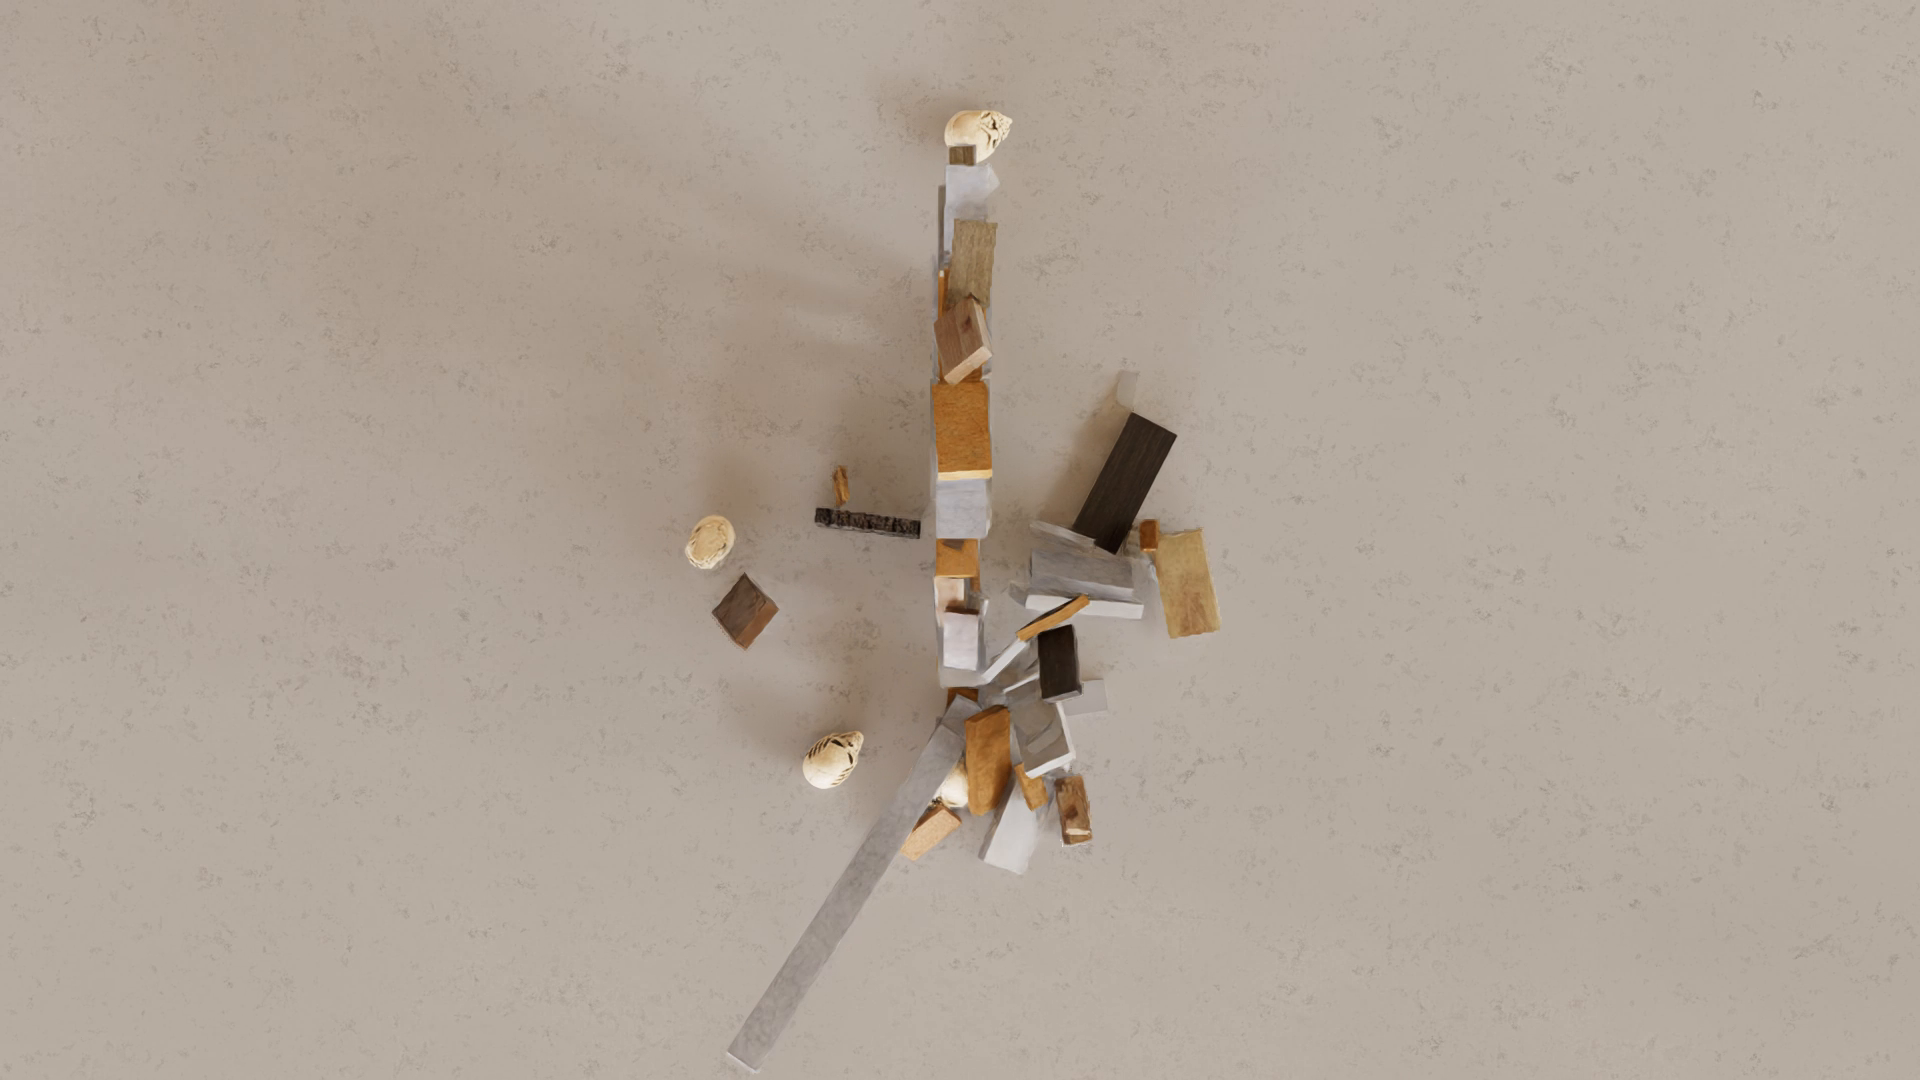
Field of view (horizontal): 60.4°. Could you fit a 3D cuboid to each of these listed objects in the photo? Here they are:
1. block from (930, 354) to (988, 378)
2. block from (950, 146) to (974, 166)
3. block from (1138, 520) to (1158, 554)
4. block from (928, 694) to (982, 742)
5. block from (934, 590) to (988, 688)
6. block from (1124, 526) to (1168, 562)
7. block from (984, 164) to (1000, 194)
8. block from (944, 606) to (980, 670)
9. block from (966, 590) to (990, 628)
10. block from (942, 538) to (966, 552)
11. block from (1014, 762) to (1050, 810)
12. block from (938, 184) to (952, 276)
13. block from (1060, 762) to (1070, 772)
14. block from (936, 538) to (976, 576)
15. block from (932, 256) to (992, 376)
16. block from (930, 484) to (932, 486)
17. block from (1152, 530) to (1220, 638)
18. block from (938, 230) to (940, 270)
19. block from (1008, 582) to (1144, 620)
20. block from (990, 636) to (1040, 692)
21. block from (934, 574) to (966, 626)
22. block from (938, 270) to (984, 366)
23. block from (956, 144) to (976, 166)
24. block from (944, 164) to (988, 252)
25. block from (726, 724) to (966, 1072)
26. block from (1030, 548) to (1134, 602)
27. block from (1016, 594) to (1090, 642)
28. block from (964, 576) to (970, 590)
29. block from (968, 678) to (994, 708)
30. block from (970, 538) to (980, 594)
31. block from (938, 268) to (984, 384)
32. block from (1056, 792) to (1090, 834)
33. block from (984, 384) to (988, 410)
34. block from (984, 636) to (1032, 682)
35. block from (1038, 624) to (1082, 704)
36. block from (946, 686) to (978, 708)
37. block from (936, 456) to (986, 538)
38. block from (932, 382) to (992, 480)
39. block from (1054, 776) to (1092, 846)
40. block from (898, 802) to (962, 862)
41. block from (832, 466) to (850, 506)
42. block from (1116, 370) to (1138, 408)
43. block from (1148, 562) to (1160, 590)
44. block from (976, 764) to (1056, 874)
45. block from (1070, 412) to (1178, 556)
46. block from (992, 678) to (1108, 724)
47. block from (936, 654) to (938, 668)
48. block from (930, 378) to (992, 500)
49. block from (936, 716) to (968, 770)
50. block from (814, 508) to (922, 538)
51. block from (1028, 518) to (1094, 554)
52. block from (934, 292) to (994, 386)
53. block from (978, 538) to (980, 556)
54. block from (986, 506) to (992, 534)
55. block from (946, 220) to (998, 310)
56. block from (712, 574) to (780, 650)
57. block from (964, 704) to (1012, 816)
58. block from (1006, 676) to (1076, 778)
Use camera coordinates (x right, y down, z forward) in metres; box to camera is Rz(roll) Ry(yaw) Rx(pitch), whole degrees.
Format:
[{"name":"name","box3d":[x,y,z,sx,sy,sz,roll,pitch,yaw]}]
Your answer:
[{"name":"block","box3d":[0.001,-0.512,4.878,0.168,0.336,0.048,-2,90,0]},{"name":"block","box3d":[0.003,-1.054,4.639,0.067,0.019,0.134,-2,54,3]},{"name":"block","box3d":[0.614,-0.012,5.374,0.058,0.016,0.116,-8,51,15]},{"name":"block","box3d":[-0.016,0.603,5.379,0.099,0.028,0.197,26,109,-12]},{"name":"block","box3d":[0.002,0.309,5.180,0.149,0.042,0.299,-3,90,0]},{"name":"block","box3d":[0.656,0.024,5.457,0.211,0.030,0.105,13,126,-1]},{"name":"block","box3d":[0.050,-0.981,4.573,0.134,0.019,0.067,-44,118,-31]},{"name":"block","box3d":[0.005,0.303,5.080,0.104,0.030,0.209,6,124,7]},{"name":"block","box3d":[0.027,0.241,5.100,0.090,0.025,0.179,17,121,1]},{"name":"block","box3d":[-0.005,-0.030,4.902,0.059,0.017,0.117,20,83,3]},{"name":"block","box3d":[0.234,0.794,5.376,0.076,0.022,0.152,-21,92,-38]},{"name":"block","box3d":[0.006,-0.863,4.595,0.130,0.037,0.259,-1,76,0]},{"name":"block","box3d":[0.297,0.698,5.421,0.152,0.076,0.022,38,76,25]},{"name":"block","box3d":[-0.010,-0.013,4.947,0.121,0.034,0.241,1,83,1]},{"name":"block","box3d":[0.005,-0.638,4.682,0.168,0.048,0.336,-1,88,0]},{"name":"block","box3d":[0.003,-0.175,4.857,0.169,0.338,0.048,2,90,0]},{"name":"block","box3d":[0.738,0.145,5.401,0.167,0.047,0.334,-10,99,14]},{"name":"block","box3d":[0.003,-0.793,4.645,0.130,0.037,0.281,0,88,0]},{"name":"block","box3d":[0.375,0.196,5.352,0.405,0.167,0.047,6,101,-19]},{"name":"block","box3d":[0.223,0.392,5.337,0.231,0.033,0.116,-26,69,13]},{"name":"block","box3d":[-0.028,0.185,5.047,0.090,0.025,0.179,2,121,10]},{"name":"block","box3d":[0.004,-0.618,4.603,0.130,0.037,0.259,0,89,0]},{"name":"block","box3d":[0.014,-1.072,4.995,0.067,0.452,0.019,2,135,0]},{"name":"block","box3d":[0.017,-0.905,4.512,0.116,0.033,0.231,2,101,0]},{"name":"block","box3d":[-0.332,1.082,5.095,0.107,0.030,1.207,33,65,3]},{"name":"block","box3d":[0.398,0.113,5.413,0.334,0.167,0.047,9,119,-1]},{"name":"block","box3d":[0.277,0.233,4.949,0.116,0.231,0.033,-32,90,-40]},{"name":"block","box3d":[-0.014,0.155,5.088,0.090,0.025,0.179,-1,133,0]},{"name":"block","box3d":[0.057,0.491,5.395,0.077,0.153,0.022,12,47,-5]},{"name":"block","box3d":[-0.001,0.081,5.065,0.121,0.241,0.034,-2,50,1]},{"name":"block","box3d":[0.005,-0.546,4.558,0.116,0.033,0.397,3,98,-1]},{"name":"block","box3d":[0.354,0.860,5.188,0.076,0.152,0.022,7,127,-17]},{"name":"block","box3d":[0.007,-0.345,4.433,0.137,0.275,0.039,0,119,0]},{"name":"block","box3d":[0.158,0.347,5.110,0.030,0.104,0.209,42,127,0]},{"name":"block","box3d":[0.299,0.373,4.971,0.116,0.033,0.231,-17,53,20]},{"name":"block","box3d":[0.004,0.560,5.424,0.099,0.028,0.197,6,132,0]},{"name":"block","box3d":[0.003,-0.137,4.362,0.131,0.037,0.263,-1,94,0]},{"name":"block","box3d":[0.005,-0.284,4.274,0.137,0.039,0.275,-4,60,-1]},{"name":"block","box3d":[0.374,0.890,5.441,0.107,0.030,0.214,-3,81,-44]},{"name":"block","box3d":[-0.109,0.964,5.437,0.214,0.030,0.107,-39,126,11]},{"name":"block","box3d":[-0.384,-0.172,5.333,0.016,0.058,0.116,9,55,-31]},{"name":"block","box3d":[0.555,-0.503,5.492,0.058,0.016,0.116,11,90,0]},{"name":"block","box3d":[0.716,0.155,5.454,0.105,0.030,0.211,-26,95,22]},{"name":"block","box3d":[0.194,0.921,5.435,0.164,0.046,0.328,24,88,-30]},{"name":"block","box3d":[0.542,-0.186,5.476,0.170,0.048,0.447,27,90,0]},{"name":"block","box3d":[0.299,0.540,5.485,0.375,0.030,0.104,-8,90,0]},{"name":"block","box3d":[0.001,0.385,5.351,0.149,0.299,0.042,1,90,0]},{"name":"block","box3d":[0.002,-0.285,4.663,0.169,0.048,0.338,0,90,0]},{"name":"block","box3d":[-0.019,0.670,5.444,0.099,0.028,0.197,-6,115,1]},{"name":"block","box3d":[-0.300,-0.055,5.414,0.339,0.170,0.048,7,86,0]},{"name":"block","box3d":[0.334,-0.011,5.443,0.211,0.105,0.030,19,76,0]},{"name":"block","box3d":[0.007,-0.535,4.388,0.137,0.275,0.039,-37,124,20]},{"name":"block","box3d":[0.005,-0.012,5.204,0.121,0.474,0.034,1,79,0]},{"name":"block","box3d":[0.016,-0.049,4.708,0.131,0.372,0.037,-1,83,-1]},{"name":"block","box3d":[0.032,-0.751,4.496,0.116,0.033,0.231,6,95,-1]},{"name":"block","box3d":[-0.694,0.229,5.324,0.048,0.339,0.170,40,88,-24]},{"name":"block","box3d":[0.094,0.717,5.380,0.046,0.164,0.328,12,112,41]},{"name":"block","box3d":[0.257,0.586,5.319,0.164,0.046,0.328,-28,52,18]}]
